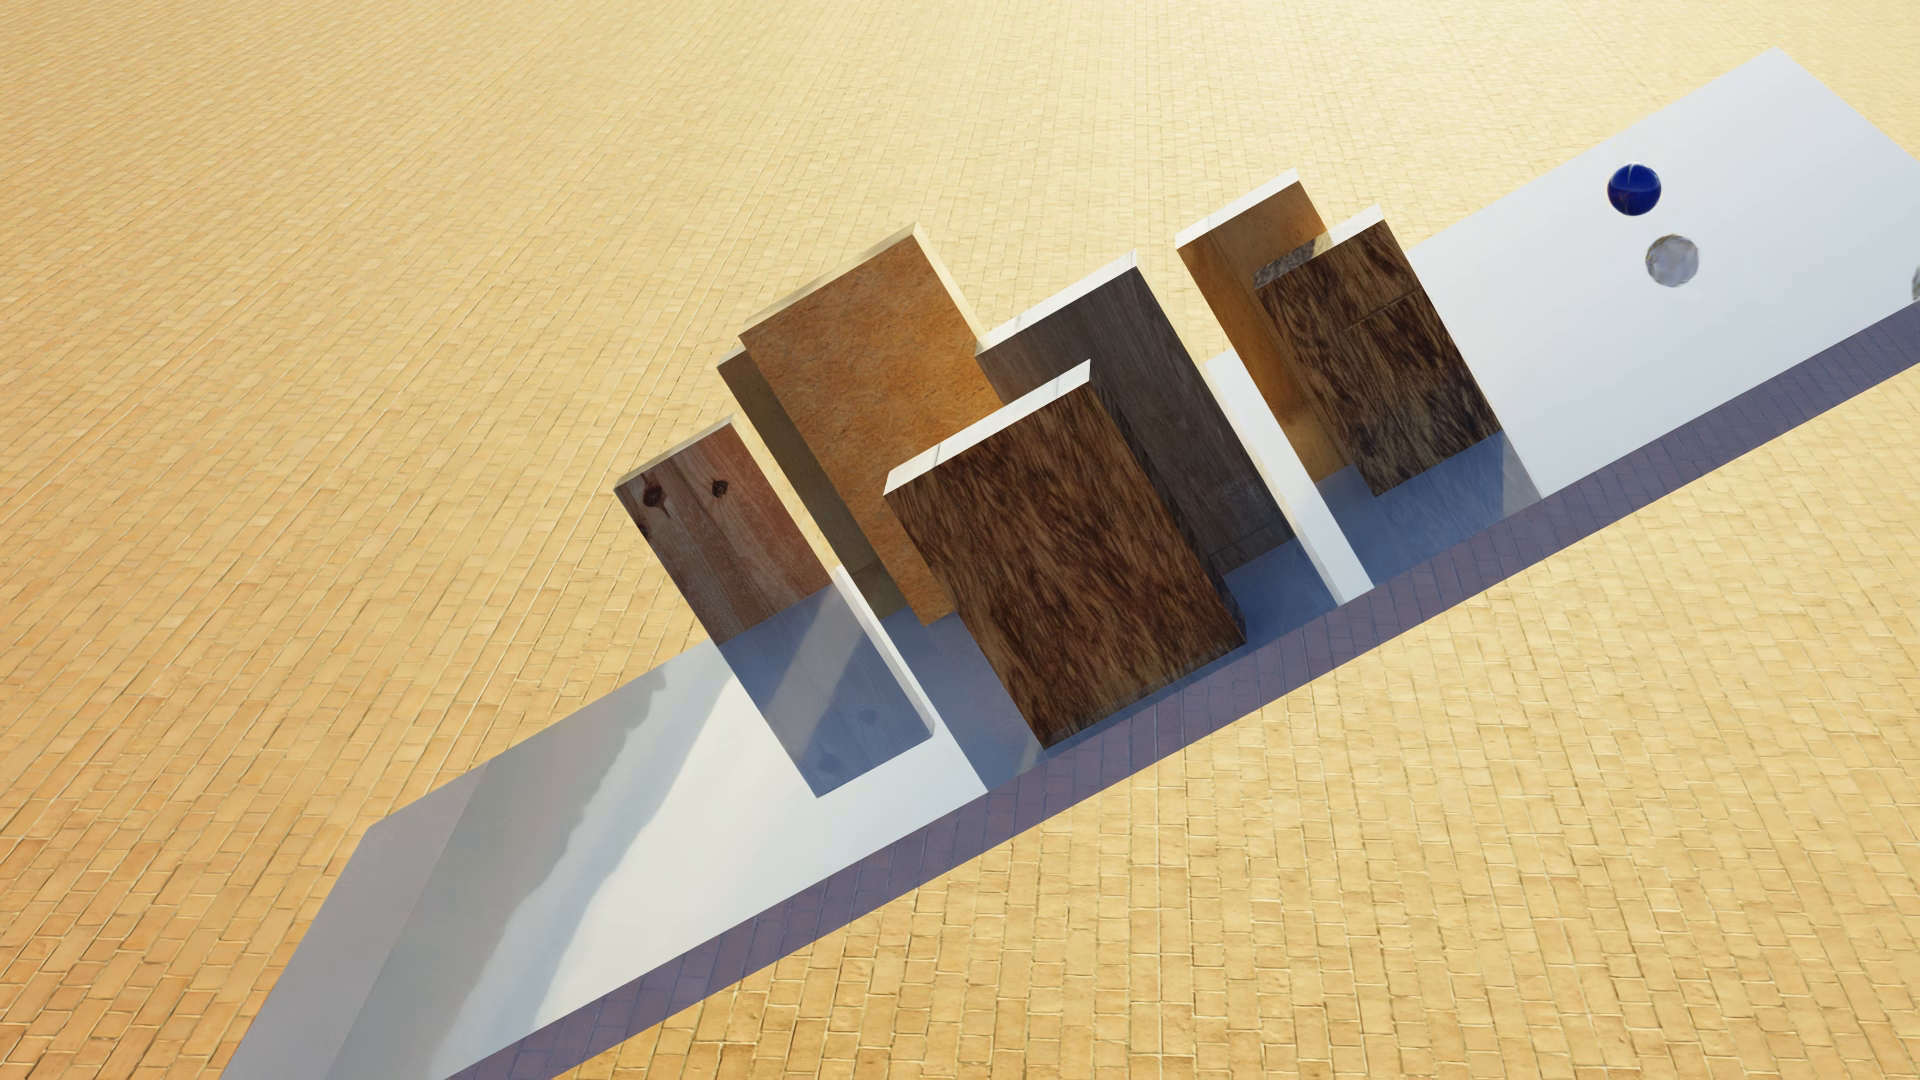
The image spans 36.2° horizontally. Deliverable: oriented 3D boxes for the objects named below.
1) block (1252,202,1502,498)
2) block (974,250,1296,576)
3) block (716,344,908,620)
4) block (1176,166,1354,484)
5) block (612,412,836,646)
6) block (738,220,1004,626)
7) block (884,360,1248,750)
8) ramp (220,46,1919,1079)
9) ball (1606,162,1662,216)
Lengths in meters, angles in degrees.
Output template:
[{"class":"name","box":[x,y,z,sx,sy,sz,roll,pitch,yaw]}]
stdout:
[{"class":"block","box":[0.787,-0.358,5.554,0.272,0.466,0.138,-29,15,12]},{"class":"block","box":[0.339,-0.198,5.654,0.353,0.615,0.137,-29,15,12]},{"class":"block","box":[-0.191,-0.208,6.617,0.399,0.693,0.089,-29,15,12]},{"class":"block","box":[0.681,-0.422,5.811,0.271,0.552,0.126,-29,15,12]},{"class":"block","box":[-0.577,-0.025,7.247,0.343,0.474,0.092,-29,15,12]},{"class":"block","box":[-0.086,-0.247,6.386,0.438,0.766,0.134,-29,15,12]},{"class":"block","box":[0.193,0.030,5.312,0.422,0.564,0.142,-29,15,12]},{"class":"ramp","box":[0.142,0.168,6.287,4.000,0.100,2.000,-29,15,12]},{"class":"ball","box":[1.395,-0.726,6.087,0.111,0.111,0.111,0,19,0]}]
